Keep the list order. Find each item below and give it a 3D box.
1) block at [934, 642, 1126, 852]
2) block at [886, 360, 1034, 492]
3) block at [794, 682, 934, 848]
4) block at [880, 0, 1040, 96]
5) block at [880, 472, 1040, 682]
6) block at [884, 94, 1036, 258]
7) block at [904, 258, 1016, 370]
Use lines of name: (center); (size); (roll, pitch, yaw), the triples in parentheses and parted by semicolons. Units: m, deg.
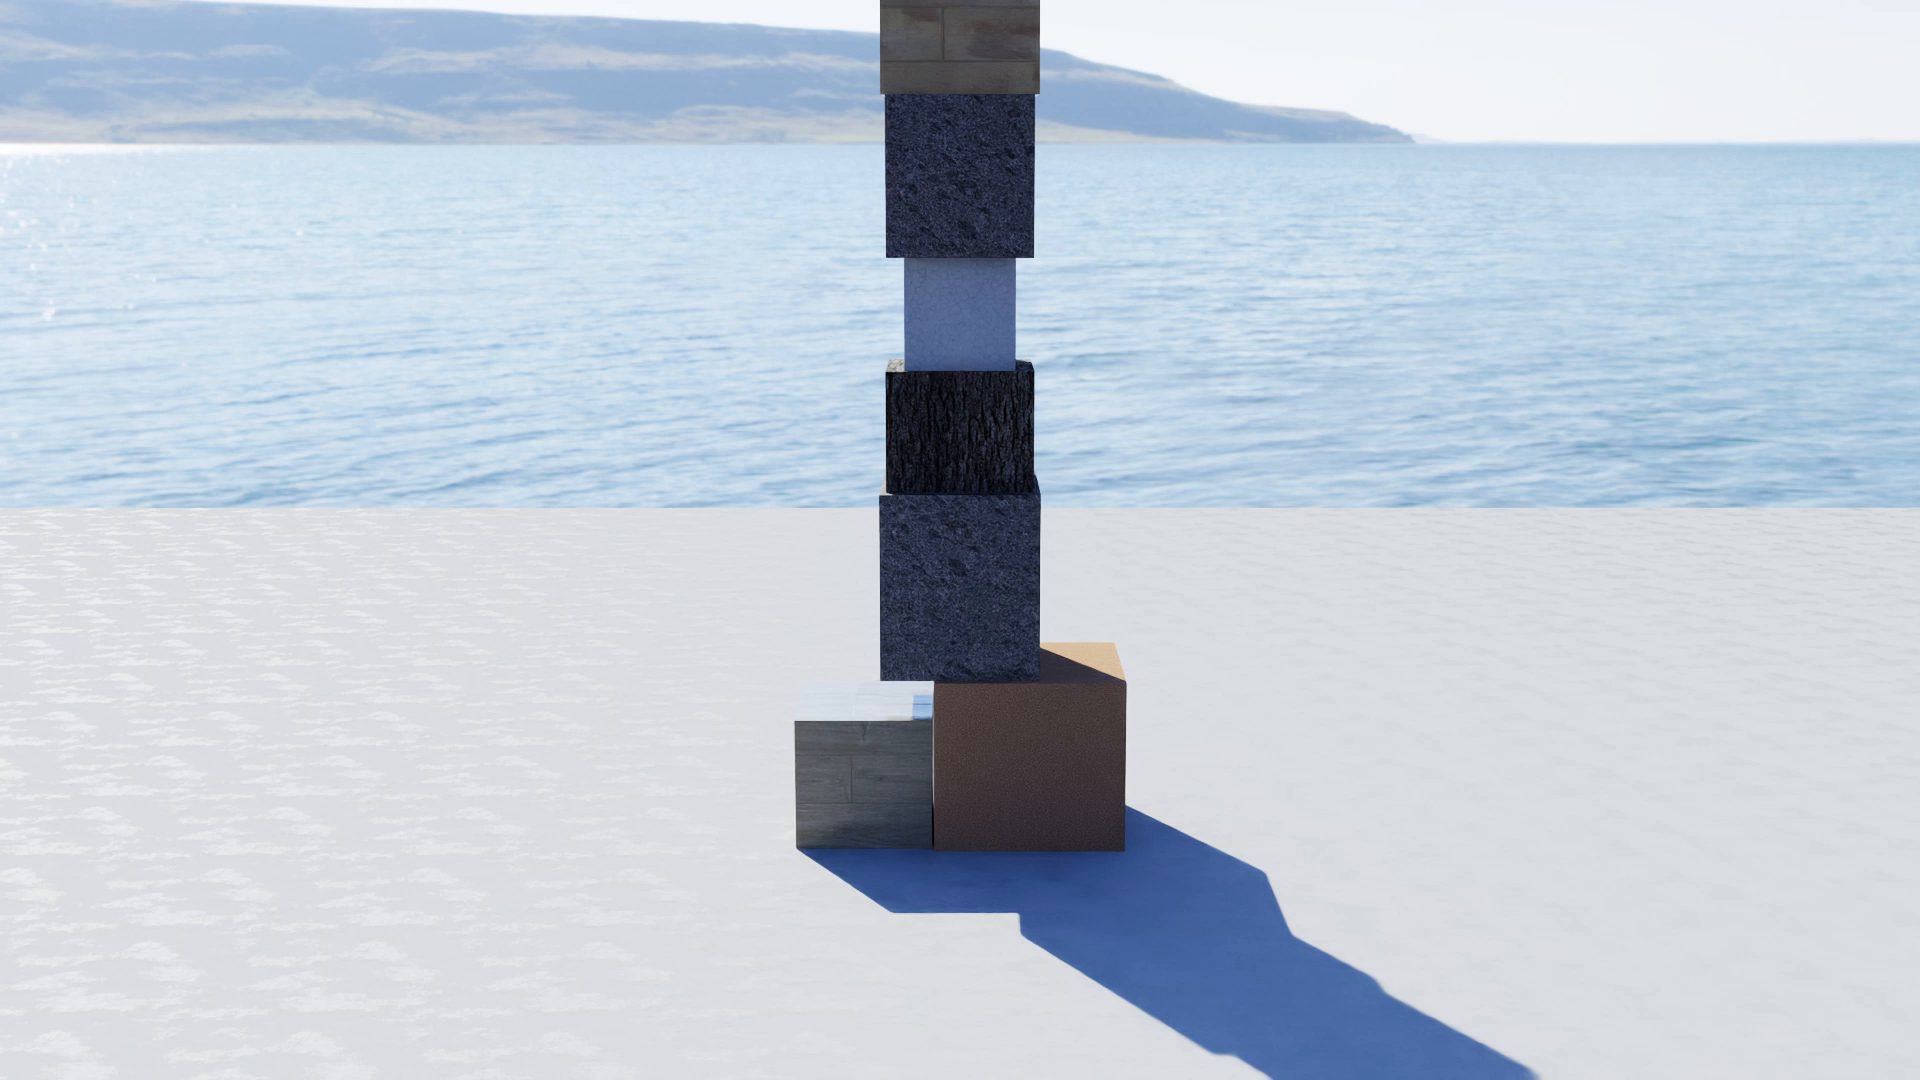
block: (0.347, 1.052, 11.368); (0.953, 0.863, 0.907); (0, 10, 0)
block: (0.000, -0.582, 11.062); (0.727, 0.595, 0.632); (0, 10, 0)
block: (-0.482, 1.151, 11.382); (0.684, 0.663, 0.812); (0, 10, 0)
block: (0.000, -2.578, 10.706); (0.757, 0.816, 0.720); (0, 10, 0)
block: (0.000, 0.169, 11.201); (0.790, 0.933, 0.793); (0, 10, 0)
block: (0.000, -1.801, 10.857); (0.710, 0.767, 0.836); (0, 10, 0)
block: (0.000, -1.151, 10.977); (0.542, 0.555, 0.586); (0, 10, 0)
